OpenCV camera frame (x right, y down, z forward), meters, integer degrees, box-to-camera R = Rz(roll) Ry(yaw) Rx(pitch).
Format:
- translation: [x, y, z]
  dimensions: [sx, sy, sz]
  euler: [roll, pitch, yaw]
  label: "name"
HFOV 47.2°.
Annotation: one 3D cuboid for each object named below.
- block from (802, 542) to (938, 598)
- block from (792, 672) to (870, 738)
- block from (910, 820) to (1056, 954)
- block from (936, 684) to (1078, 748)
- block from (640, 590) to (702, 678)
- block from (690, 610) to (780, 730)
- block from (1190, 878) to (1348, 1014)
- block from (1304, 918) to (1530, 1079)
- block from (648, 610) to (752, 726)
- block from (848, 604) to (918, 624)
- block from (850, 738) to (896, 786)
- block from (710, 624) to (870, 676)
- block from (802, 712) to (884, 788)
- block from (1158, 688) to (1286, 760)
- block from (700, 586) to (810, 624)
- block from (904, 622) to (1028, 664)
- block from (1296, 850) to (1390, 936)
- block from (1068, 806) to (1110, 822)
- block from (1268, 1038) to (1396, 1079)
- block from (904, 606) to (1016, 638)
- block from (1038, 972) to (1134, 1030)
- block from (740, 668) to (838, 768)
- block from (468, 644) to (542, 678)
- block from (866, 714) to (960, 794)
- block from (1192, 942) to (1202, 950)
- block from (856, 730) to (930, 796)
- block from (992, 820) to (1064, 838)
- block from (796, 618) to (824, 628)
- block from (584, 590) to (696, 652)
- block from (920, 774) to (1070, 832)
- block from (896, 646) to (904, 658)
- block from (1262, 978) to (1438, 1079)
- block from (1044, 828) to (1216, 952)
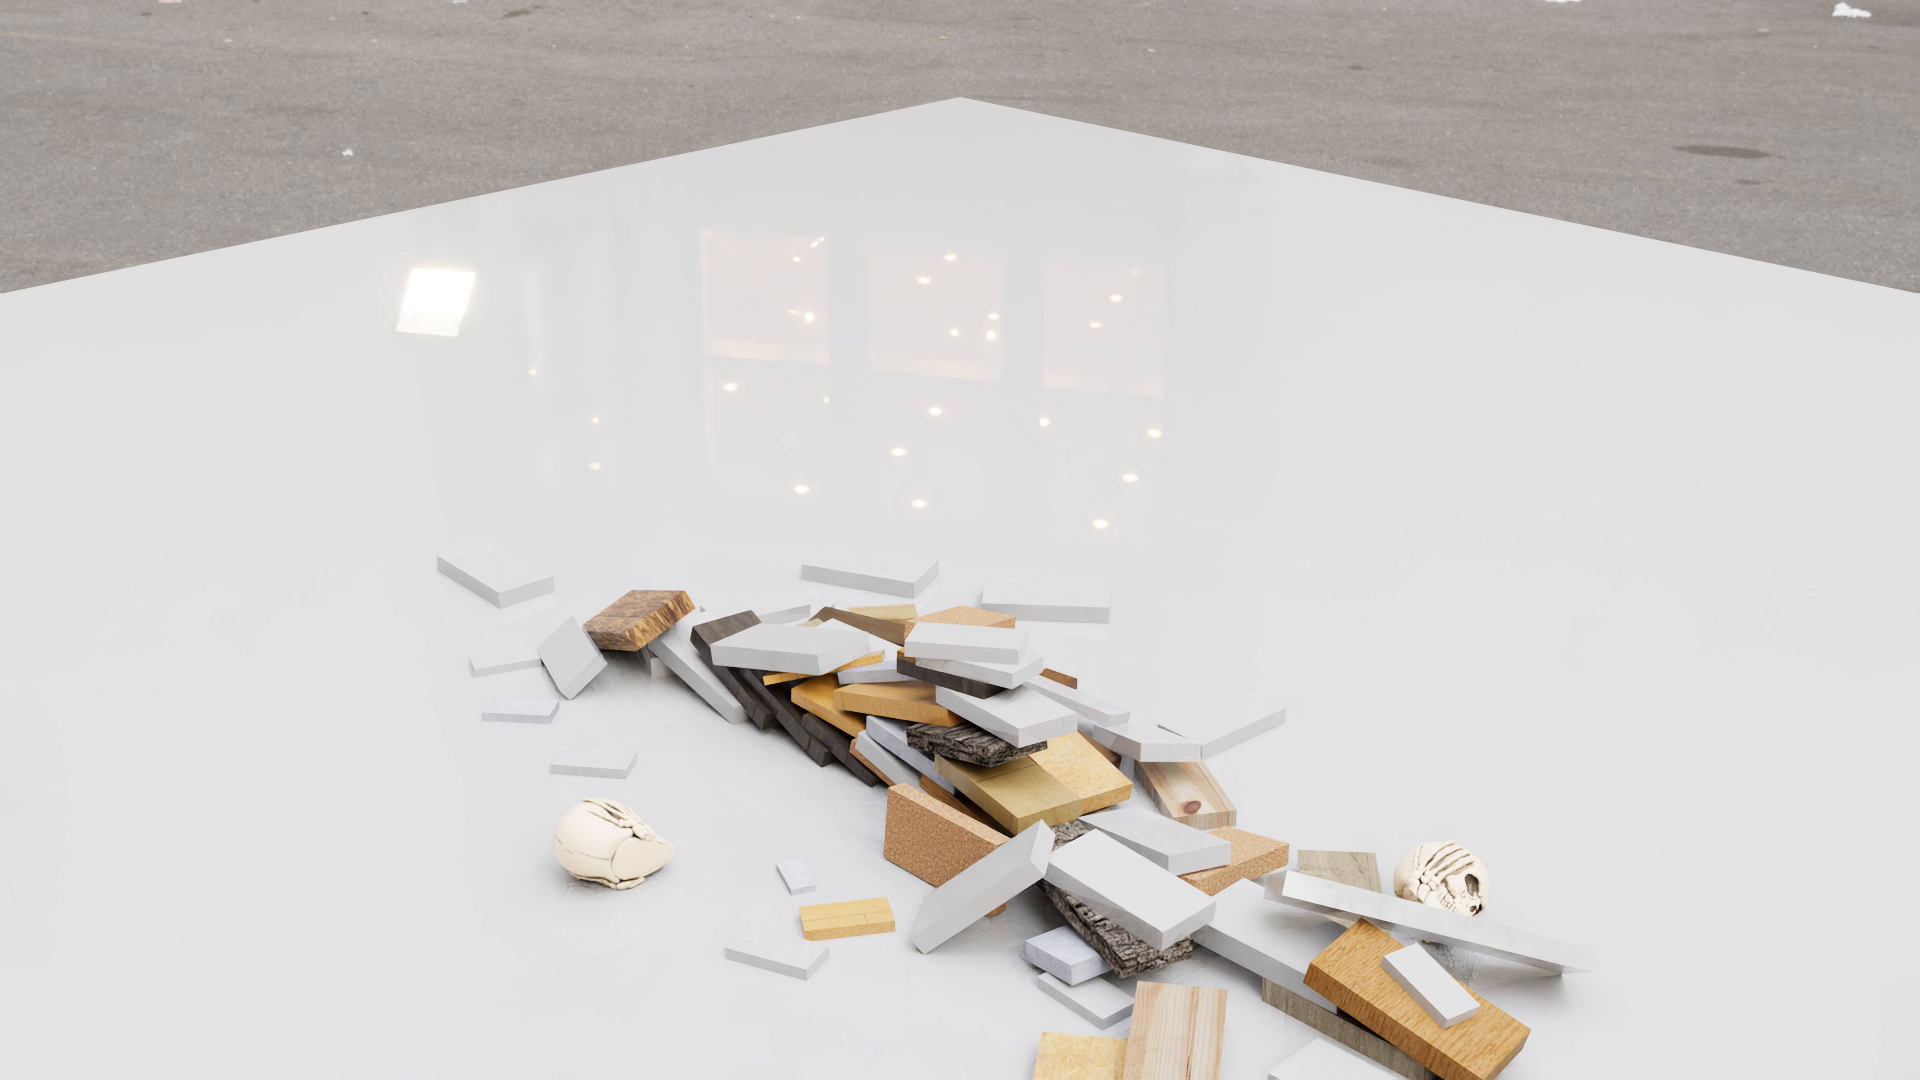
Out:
- translation: [-0.225, 0.075, 5.527]
  dimensions: [0.307, 0.043, 0.153]
  euler: [9, 25, 20]
  label: "block"
- translation: [-0.241, 0.350, 4.644]
  dimensions: [0.219, 0.031, 0.109]
  euler: [25, 35, 35]
  label: "block"
- translation: [0.042, 0.630, 3.995]
  dimensions: [0.288, 0.041, 0.144]
  euler: [-37, 12, 22]
  label: "block"
- translation: [0.088, 0.324, 4.256]
  dimensions: [0.138, 0.039, 0.276]
  euler: [-12, 21, -33]
  label: "block"
- translation: [-0.672, 0.219, 5.183]
  dimensions: [0.170, 0.048, 0.340]
  euler: [-7, 24, -16]
  label: "block"
- translation: [-0.450, 0.284, 4.862]
  dimensions: [0.155, 0.044, 0.310]
  euler: [-16, 47, -35]
  label: "block"
- translation: [0.581, 0.714, 3.893]
  dimensions: [0.169, 0.048, 0.338]
  euler: [-21, 31, -40]
  label: "block"
- translation: [0.765, 0.781, 3.687]
  dimensions: [0.338, 0.048, 0.169]
  euler: [32, 38, 28]
  label: "block"
- translation: [-0.537, 0.283, 4.949]
  dimensions: [0.170, 0.048, 0.340]
  euler: [-18, 40, -37]
  label: "block"
- translation: [-0.185, 0.185, 5.296]
  dimensions: [0.161, 0.023, 0.081]
  euler: [-3, 23, -7]
  label: "block"
- translation: [-0.114, 0.468, 4.545]
  dimensions: [0.109, 0.031, 0.219]
  euler: [-22, 47, -41]
  label: "block"
- translation: [-0.366, 0.233, 4.733]
  dimensions: [0.321, 0.046, 0.161]
  euler: [3, 17, 40]
  label: "block"
- translation: [-0.220, 0.423, 4.629]
  dimensions: [0.219, 0.031, 0.109]
  euler: [38, 42, 27]
  label: "block"
- translation: [0.568, 0.398, 4.775]
  dimensions: [0.265, 0.037, 0.132]
  euler: [-19, 29, -37]
  label: "block"
- translation: [-0.484, 0.169, 5.206]
  dimensions: [0.232, 0.033, 0.116]
  euler: [-12, 26, -30]
  label: "block"
- translation: [0.014, 0.202, 4.311]
  dimensions: [0.225, 0.032, 0.113]
  euler: [4, 18, 11]
  label: "block"
- translation: [0.714, 0.677, 4.112]
  dimensions: [0.148, 0.042, 0.297]
  euler: [2, 23, 4]
  label: "block"
- translation: [0.223, 0.552, 4.434]
  dimensions: [0.148, 0.021, 0.074]
  euler: [6, 24, 13]
  label: "block"
- translation: [0.649, 0.910, 3.567]
  dimensions: [0.136, 0.039, 0.273]
  euler: [-21, 31, -40]
  label: "block"
- translation: [0.003, 0.204, 5.132]
  dimensions: [0.146, 0.041, 0.292]
  euler: [11, 10, 24]
  label: "block"
- translation: [0.222, 0.796, 3.854]
  dimensions: [0.084, 0.024, 0.167]
  euler: [-18, 29, -37]
  label: "block"
- translation: [-0.324, 0.352, 4.746]
  dimensions: [0.155, 0.044, 0.310]
  euler: [-18, 48, -37]
  label: "block"
- translation: [-1.050, 0.279, 5.075]
  dimensions: [0.152, 0.022, 0.076]
  euler: [-9, 25, -21]
  label: "block"
- translation: [-0.044, 0.414, 4.446]
  dimensions: [0.147, 0.042, 0.293]
  euler: [-16, 30, -35]
  label: "block"
- translation: [0.395, 0.726, 4.007]
  dimensions: [0.157, 0.022, 0.079]
  euler: [-21, 23, -40]
  label: "block"
- translation: [-0.062, 0.469, 4.496]
  dimensions: [0.147, 0.042, 0.293]
  euler: [-20, 46, -40]
  label: "block"
- translation: [0.165, 0.570, 4.181]
  dimensions: [0.099, 0.028, 0.198]
  euler: [-21, 43, -37]
  label: "block"
- translation: [-0.301, 0.287, 4.975]
  dimensions: [0.155, 0.044, 0.310]
  euler: [-16, 36, -34]
  label: "block"
- translation: [-0.748, 0.182, 5.047]
  dimensions: [0.170, 0.048, 0.340]
  euler: [-37, 16, -24]
  label: "block"
- translation: [0.073, 0.531, 4.367]
  dimensions: [0.147, 0.042, 0.293]
  euler: [-20, 44, -40]
  label: "block"
- translation: [-0.098, 0.306, 4.748]
  dimensions: [0.025, 0.177, 0.089]
  euler: [19, 29, 35]
  label: "block"
- translation: [0.707, 0.810, 3.790]
  dimensions: [0.169, 0.048, 0.338]
  euler: [-21, 31, -40]
  label: "block"
- translation: [0.299, 0.623, 3.933]
  dimensions: [0.145, 0.041, 0.290]
  euler: [-21, 36, -40]
  label: "block"
